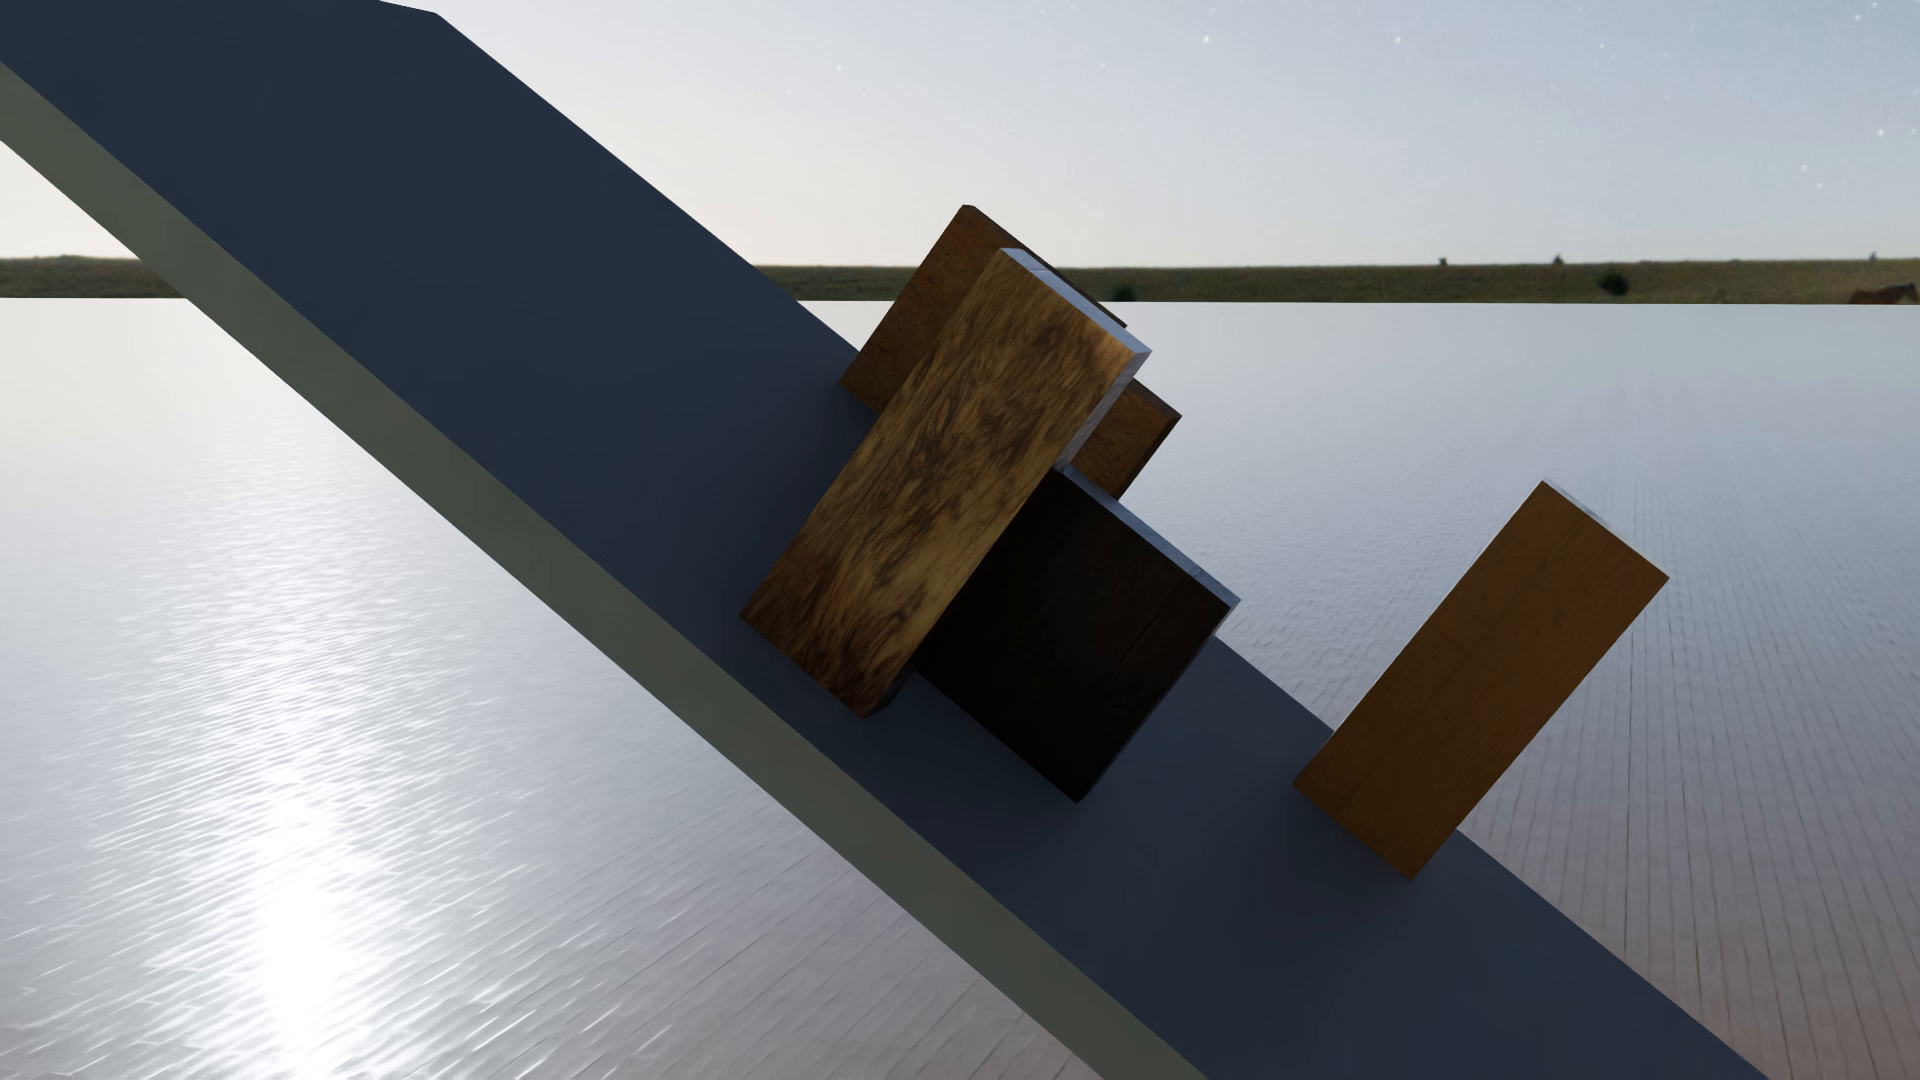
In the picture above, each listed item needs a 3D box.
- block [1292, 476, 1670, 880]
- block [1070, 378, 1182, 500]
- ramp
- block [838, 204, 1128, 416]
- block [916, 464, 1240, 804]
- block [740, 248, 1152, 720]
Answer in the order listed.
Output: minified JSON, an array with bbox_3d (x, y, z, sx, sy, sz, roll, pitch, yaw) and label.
[{"bbox_3d":[1.004,0.270,4.267,0.294,0.768,0.114,39,16,9],"label":"block"},{"bbox_3d":[0.090,-0.149,4.029,0.401,0.501,0.119,39,16,9],"label":"block"},{"bbox_3d":[-0.057,0.118,4.066,4.000,0.100,2.000,39,16,9],"label":"ramp"},{"bbox_3d":[0.045,-0.397,4.702,0.424,0.473,0.081,39,16,9],"label":"block"},{"bbox_3d":[0.154,0.126,3.545,0.427,0.410,0.091,39,16,9],"label":"block"},{"bbox_3d":[-0.026,-0.080,3.251,0.247,0.682,0.117,39,16,9],"label":"block"}]
